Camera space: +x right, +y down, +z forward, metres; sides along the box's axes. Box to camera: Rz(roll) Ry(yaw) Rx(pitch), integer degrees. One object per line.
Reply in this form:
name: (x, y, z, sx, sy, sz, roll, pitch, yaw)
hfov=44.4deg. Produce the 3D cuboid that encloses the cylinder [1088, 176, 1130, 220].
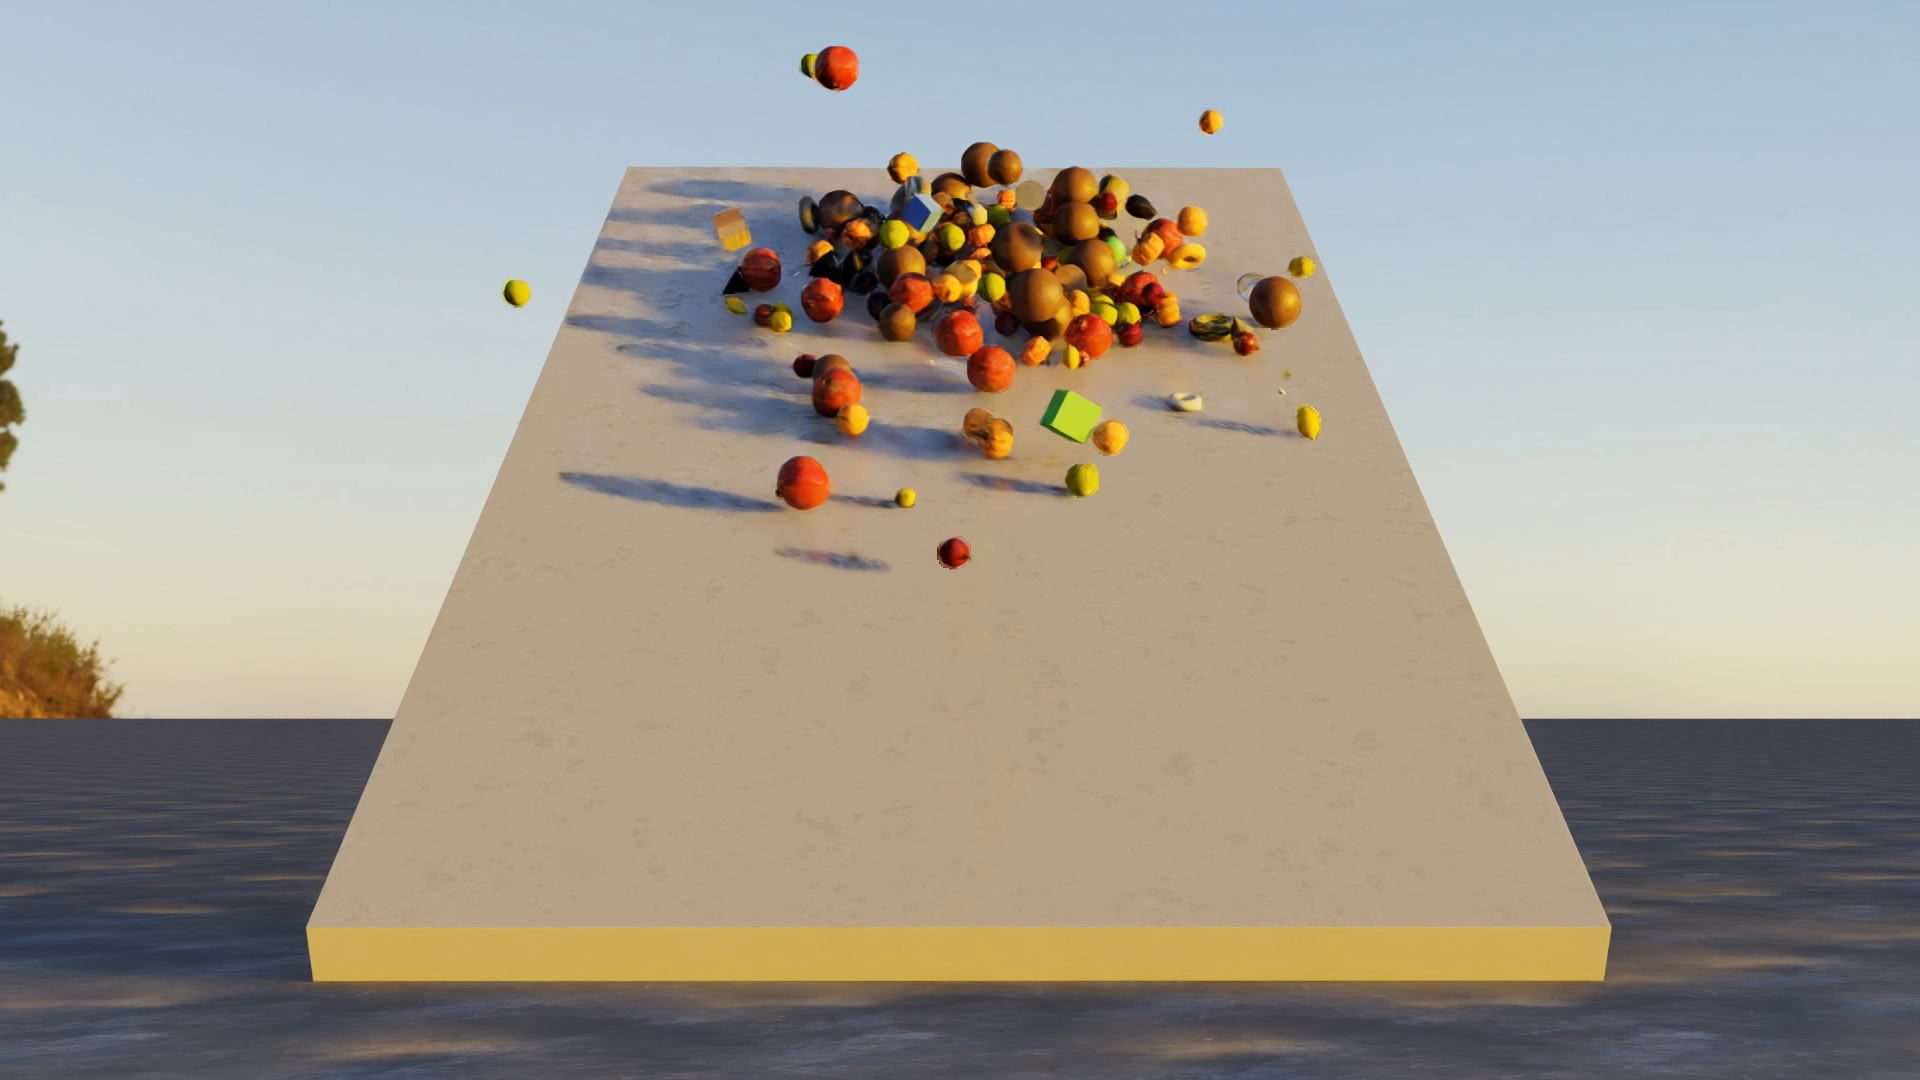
cylinder: (0.424, -0.973, 6.690, 0.091, 0.091, 0.091, 23, -22, 10)

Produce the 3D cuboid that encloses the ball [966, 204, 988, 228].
ball: (0.045, -0.881, 6.392, 0.062, 0.062, 0.062, 0, -4, 0)

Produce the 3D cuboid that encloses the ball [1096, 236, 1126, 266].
ball: (0.409, -0.784, 6.378, 0.077, 0.077, 0.077, 0, -4, 0)

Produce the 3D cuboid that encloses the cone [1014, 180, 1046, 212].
cone: (0.193, -0.943, 6.381, 0.085, 0.085, 0.085, -1, 21, 7)

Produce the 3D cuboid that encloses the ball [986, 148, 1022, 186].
ball: (0.120, -0.999, 6.304, 0.097, 0.097, 0.097, 0, -4, 0)

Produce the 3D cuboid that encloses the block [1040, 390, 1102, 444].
block: (0.241, -0.270, 5.131, 0.087, 0.087, 0.087, 28, -3, -17)

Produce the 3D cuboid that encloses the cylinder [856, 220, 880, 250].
cylinder: (-0.251, -0.832, 6.417, 0.059, 0.059, 0.059, 0, -27, 1)

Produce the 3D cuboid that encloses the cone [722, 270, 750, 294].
cone: (-0.599, -0.662, 6.172, 0.067, 0.067, 0.067, -35, 0, -8)

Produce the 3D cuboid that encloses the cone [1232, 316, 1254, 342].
cone: (0.686, -0.532, 5.807, 0.062, 0.062, 0.062, -3, -47, 37)

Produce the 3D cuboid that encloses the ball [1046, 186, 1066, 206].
ball: (0.281, -1.003, 6.850, 0.060, 0.060, 0.060, 0, -4, 0)

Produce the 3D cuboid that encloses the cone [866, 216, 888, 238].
cone: (-0.224, -0.870, 6.599, 0.075, 0.075, 0.075, -3, -1, 37)

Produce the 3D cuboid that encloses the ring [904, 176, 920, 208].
ring: (-0.134, -0.953, 6.459, 0.033, 0.098, 0.098, 10, -4, 1)

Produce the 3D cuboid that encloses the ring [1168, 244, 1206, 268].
ring: (0.569, -0.712, 5.904, 0.096, 0.032, 0.096, -10, -22, -4)

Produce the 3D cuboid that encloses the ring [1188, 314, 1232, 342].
ring: (0.638, -0.532, 5.896, 0.128, 0.043, 0.128, -1, 25, 0)

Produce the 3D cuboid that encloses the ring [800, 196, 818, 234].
ring: (-0.423, -0.910, 6.591, 0.036, 0.109, 0.109, -6, -5, 12)

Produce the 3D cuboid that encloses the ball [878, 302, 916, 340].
ball: (-0.156, -0.543, 5.853, 0.096, 0.096, 0.096, 0, -4, 0)

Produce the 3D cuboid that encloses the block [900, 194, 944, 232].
block: (-0.099, -0.860, 6.183, 0.069, 0.069, 0.069, -53, -16, 27)

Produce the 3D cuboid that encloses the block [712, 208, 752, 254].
block: (-0.601, -0.816, 6.201, 0.074, 0.074, 0.074, -23, -22, -5)

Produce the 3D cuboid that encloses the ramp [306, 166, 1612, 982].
ramp: (-0.009, -0.229, 5.426, 2.000, 0.100, 4.000, 0, 26, 0)

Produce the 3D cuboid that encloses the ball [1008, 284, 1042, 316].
ball: (0.167, -0.613, 6.011, 0.085, 0.085, 0.085, 0, -4, 0)

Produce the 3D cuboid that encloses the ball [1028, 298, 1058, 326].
ball: (0.210, -0.576, 5.949, 0.072, 0.072, 0.072, 0, -4, 0)

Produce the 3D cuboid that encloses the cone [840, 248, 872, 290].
cone: (-0.281, -0.729, 6.225, 0.098, 0.098, 0.098, 0, 30, 0)

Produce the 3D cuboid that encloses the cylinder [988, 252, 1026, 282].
cylinder: (0.125, -0.723, 6.229, 0.074, 0.074, 0.074, -4, -3, 43)

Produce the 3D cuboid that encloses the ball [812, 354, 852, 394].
ball: (-0.302, -0.391, 5.536, 0.095, 0.095, 0.095, 0, -4, 0)

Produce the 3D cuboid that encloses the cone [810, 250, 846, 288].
cone: (-0.322, -0.681, 6.058, 0.093, 0.093, 0.093, -42, -11, -11)

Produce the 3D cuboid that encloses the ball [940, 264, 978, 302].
ball: (-0.003, -0.670, 6.113, 0.098, 0.098, 0.098, 0, -4, 0)

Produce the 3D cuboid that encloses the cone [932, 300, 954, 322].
cone: (-0.040, -0.580, 5.940, 0.054, 0.054, 0.054, 7, 12, -1)

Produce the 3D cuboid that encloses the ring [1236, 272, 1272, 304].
ring: (0.757, -0.647, 6.047, 0.093, 0.031, 0.093, 10, -43, 10)

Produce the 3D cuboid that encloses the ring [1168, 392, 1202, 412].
ring: (0.524, -0.322, 5.477, 0.081, 0.027, 0.081, 1, 26, -1)
